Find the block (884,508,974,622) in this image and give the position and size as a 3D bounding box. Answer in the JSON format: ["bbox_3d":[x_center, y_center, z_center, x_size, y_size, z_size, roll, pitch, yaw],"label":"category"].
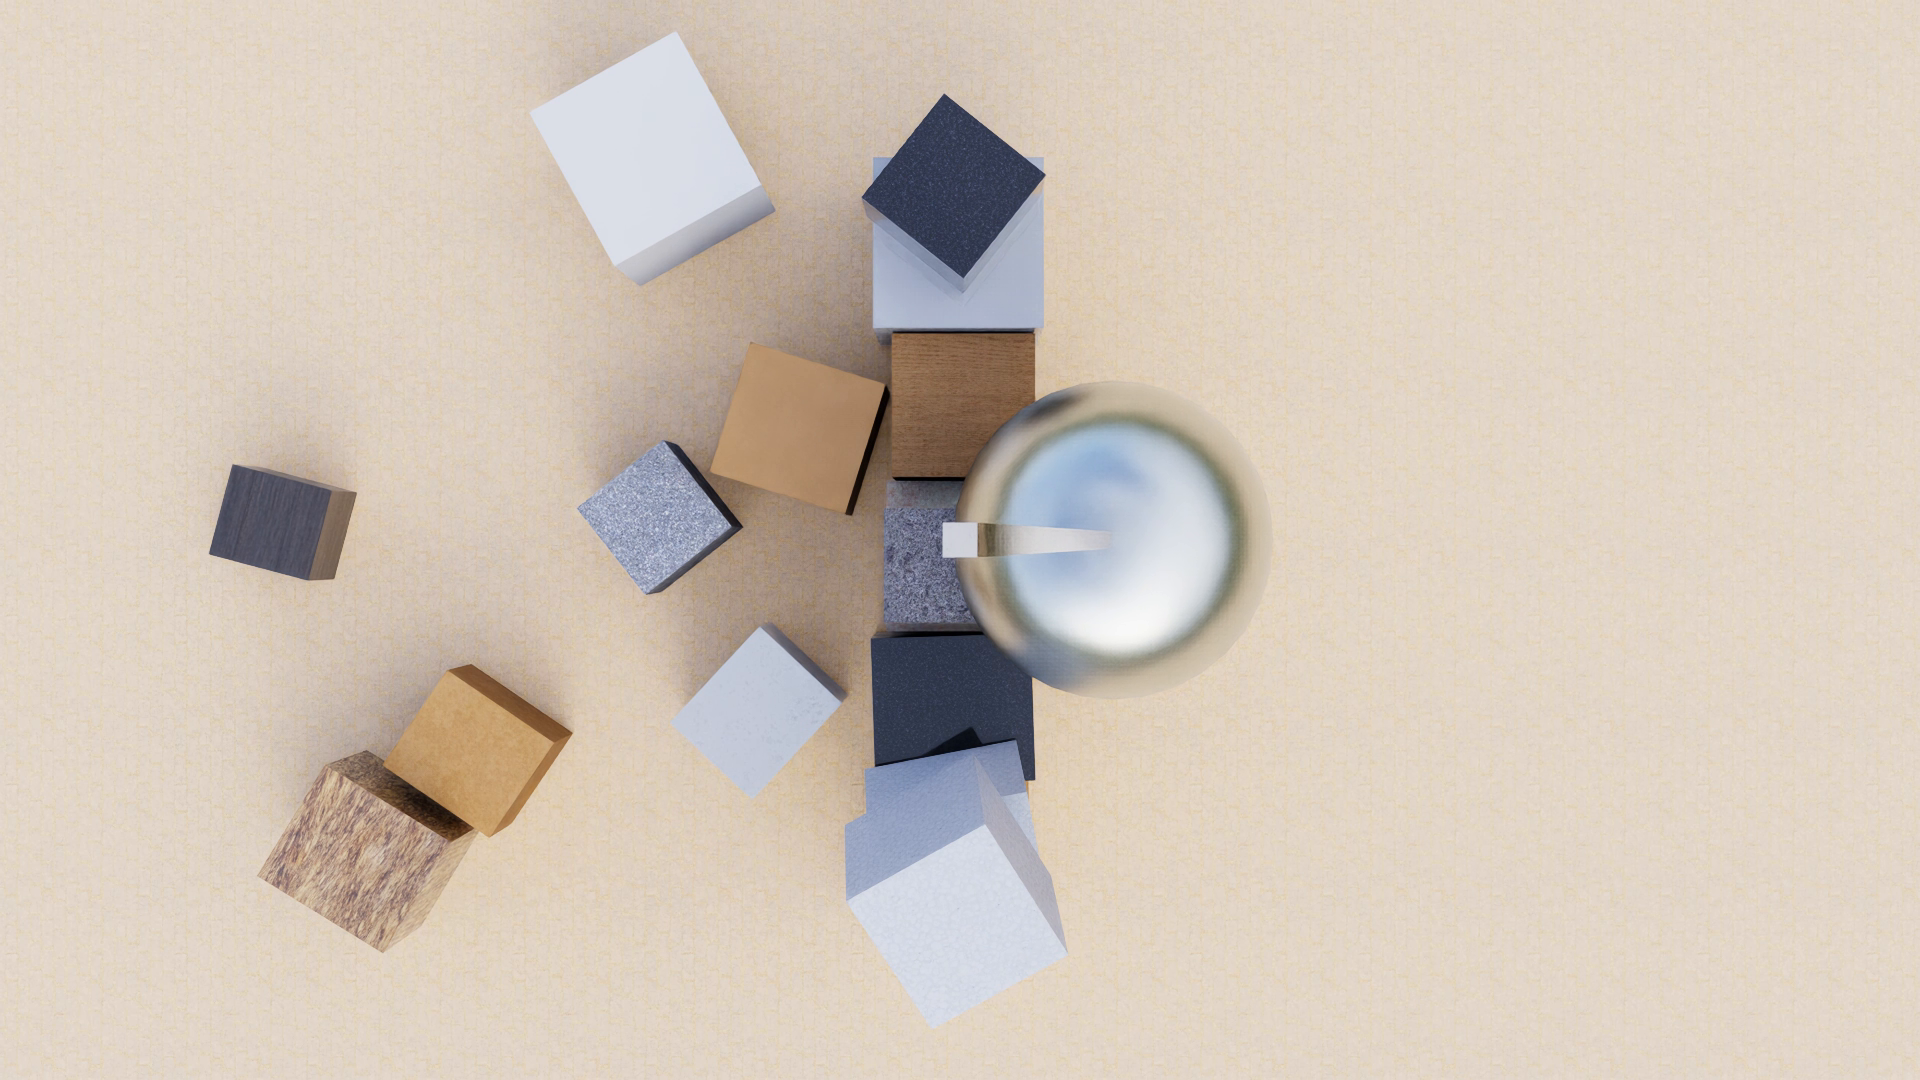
[{"bbox_3d":[-0.045,0.135,11.994,0.721,0.641,0.607,0,90,0],"label":"block"}]

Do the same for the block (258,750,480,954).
[{"bbox_3d":[-3.346,1.762,12.570,0.819,0.859,0.720,32,90,0],"label":"block"}]

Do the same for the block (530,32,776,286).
[{"bbox_3d":[-1.722,-2.142,12.514,0.921,0.972,0.961,-29,90,0],"label":"block"}]

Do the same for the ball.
[{"bbox_3d":[0.761,0.000,11.009,1.600,1.600,1.600,0,90,0],"label":"ball"}]

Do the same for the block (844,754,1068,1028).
[{"bbox_3d":[-0.034,1.749,11.049,0.772,0.864,0.817,-30,107,6],"label":"block"}]

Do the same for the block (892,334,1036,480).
[{"bbox_3d":[0.019,-0.743,12.559,0.790,0.882,0.791,0,90,0],"label":"block"}]

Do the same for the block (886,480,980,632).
[{"bbox_3d":[-0.003,0.090,12.657,0.817,0.686,0.842,0,90,0],"label":"block"}]

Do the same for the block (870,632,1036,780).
[{"bbox_3d":[-0.038,0.935,12.562,0.885,0.875,0.812,-2,90,0],"label":"block"}]

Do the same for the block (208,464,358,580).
[{"bbox_3d":[-3.914,-0.100,12.740,0.586,0.521,0.531,15,90,0],"label":"block"}]

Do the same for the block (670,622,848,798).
[{"bbox_3d":[-1.139,0.966,12.638,0.630,0.724,0.735,43,90,0],"label":"block"}]

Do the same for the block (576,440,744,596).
[{"bbox_3d":[-1.714,-0.127,12.659,0.619,0.682,0.621,-38,90,0],"label":"block"}]

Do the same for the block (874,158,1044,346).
[{"bbox_3d":[-0.008,-1.614,12.463,0.926,1.074,0.924,0,90,0],"label":"block"}]

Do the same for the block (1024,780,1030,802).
[{"bbox_3d":[-0.019,1.714,12.646,0.820,0.709,0.735,-1,90,0],"label":"block"}]

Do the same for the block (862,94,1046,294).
[{"bbox_3d":[-0.032,-1.811,11.585,0.668,0.682,0.679,39,90,0],"label":"block"}]

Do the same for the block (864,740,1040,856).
[{"bbox_3d":[-0.016,1.652,11.838,0.846,0.696,0.797,-11,108,0],"label":"block"}]

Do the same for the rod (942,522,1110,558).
[{"bbox_3d":[0.330,0.000,7.636,0.080,5.200,0.080,0,90,7],"label":"rod"}]

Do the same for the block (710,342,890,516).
[{"bbox_3d":[-0.899,-0.620,12.589,0.786,0.823,0.757,17,90,0],"label":"block"}]

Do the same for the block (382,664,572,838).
[{"bbox_3d":[-2.770,1.205,12.691,0.729,0.618,0.648,34,90,0],"label":"block"}]
